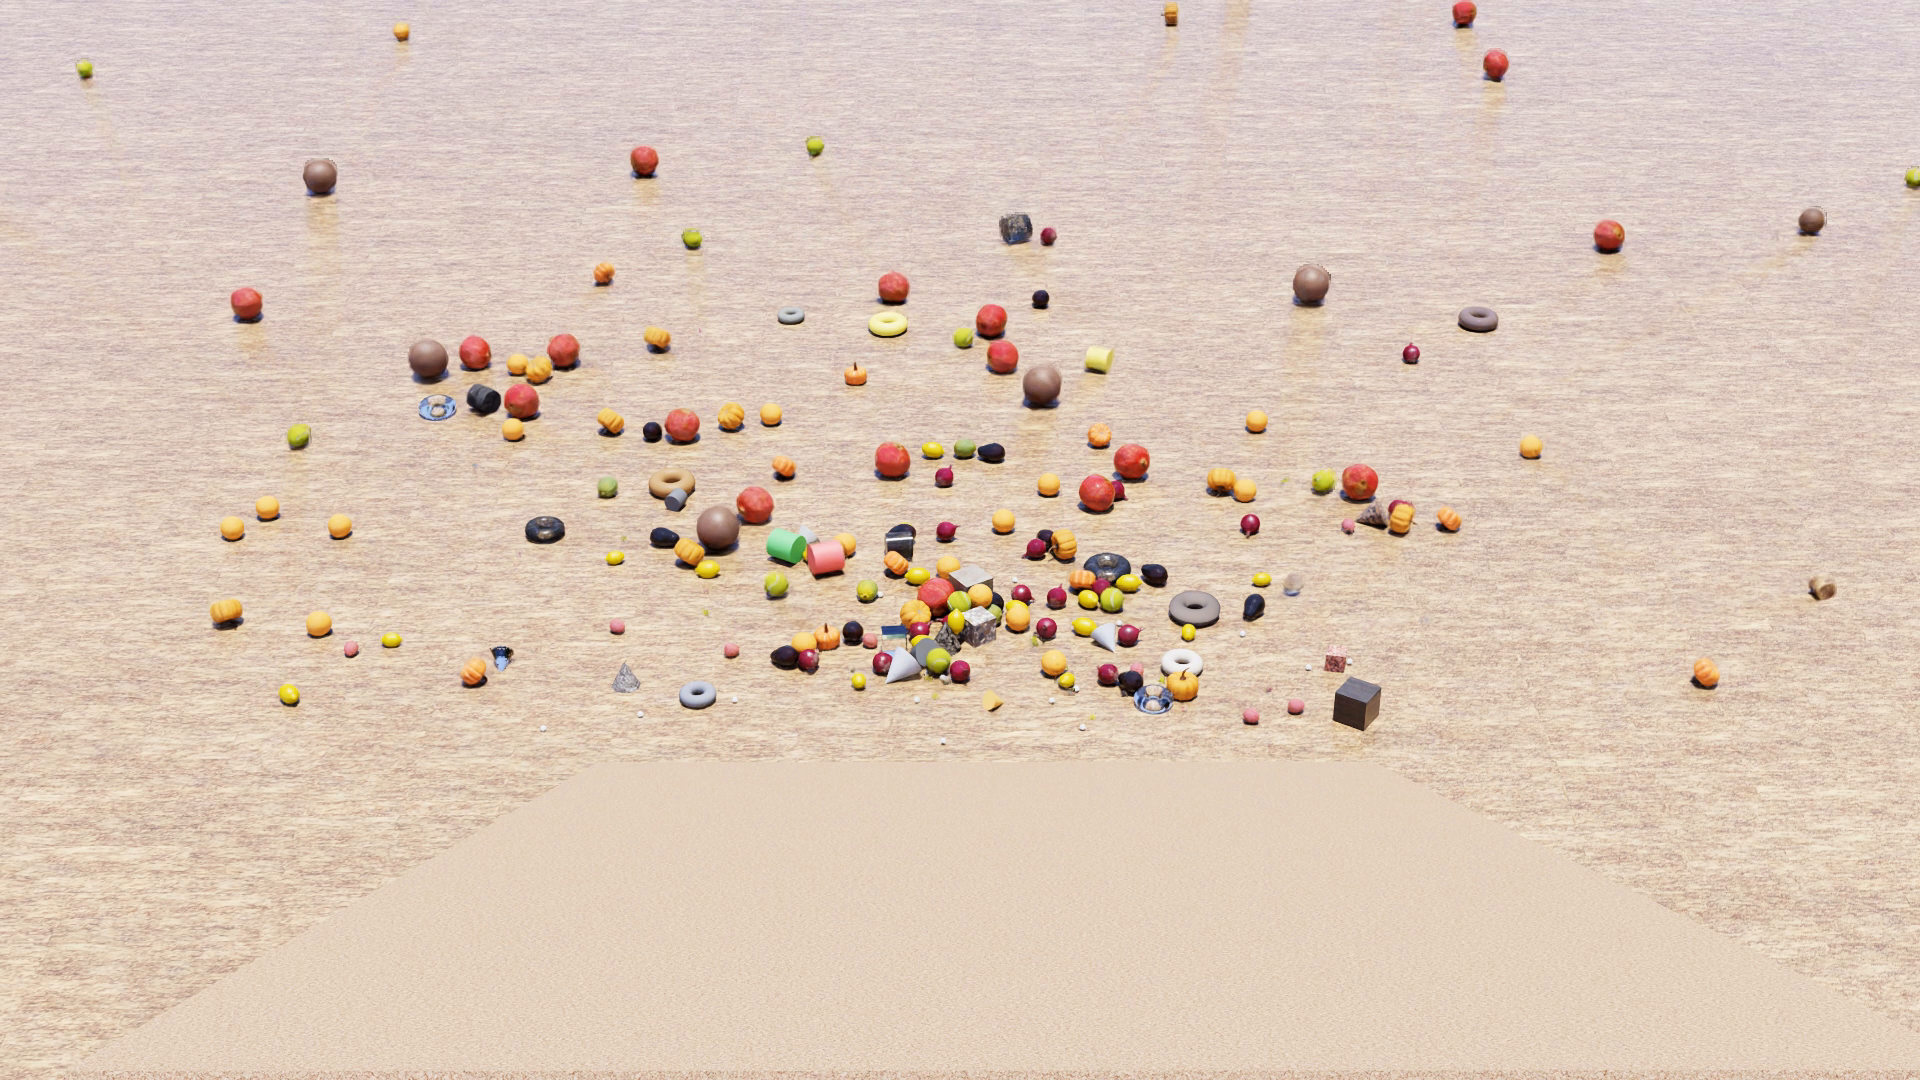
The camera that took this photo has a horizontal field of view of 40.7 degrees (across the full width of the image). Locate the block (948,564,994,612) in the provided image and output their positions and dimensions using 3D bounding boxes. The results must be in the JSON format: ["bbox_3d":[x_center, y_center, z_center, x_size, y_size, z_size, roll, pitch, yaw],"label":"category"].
[{"bbox_3d":[0.032,0.142,7.480,0.092,0.092,0.092,-19,36,-29],"label":"block"}]

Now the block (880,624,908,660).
[{"bbox_3d":[-0.185,0.287,7.262,0.068,0.068,0.068,-3,31,-5],"label":"block"}]

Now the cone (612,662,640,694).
[{"bbox_3d":[-0.920,0.367,7.117,0.079,0.079,0.079,0,31,0],"label":"cone"}]

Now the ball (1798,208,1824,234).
[{"bbox_3d":[3.195,-1.197,9.715,0.095,0.095,0.095,0,31,0],"label":"ball"}]

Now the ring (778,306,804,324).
[{"bbox_3d":[-0.593,-0.789,9.095,0.097,0.032,0.097,-1,31,1],"label":"ring"}]

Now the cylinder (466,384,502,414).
[{"bbox_3d":[-1.564,-0.463,8.502,0.080,0.080,0.080,23,38,34],"label":"cylinder"}]

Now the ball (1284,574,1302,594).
[{"bbox_3d":[0.969,0.128,7.538,0.056,0.056,0.056,0,31,0],"label":"ball"}]

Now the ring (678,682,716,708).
[{"bbox_3d":[-0.716,0.422,7.070,0.103,0.034,0.103,-1,32,0],"label":"ring"}]

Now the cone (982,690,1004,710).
[{"bbox_3d":[0.100,0.439,7.049,0.056,0.056,0.056,12,20,-37],"label":"cone"}]

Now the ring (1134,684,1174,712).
[{"bbox_3d":[0.528,0.432,7.052,0.108,0.036,0.108,1,32,0],"label":"ring"}]

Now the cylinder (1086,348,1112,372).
[{"bbox_3d":[0.470,-0.610,8.756,0.073,0.073,0.073,12,33,20],"label":"cylinder"}]

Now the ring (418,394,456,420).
[{"bbox_3d":[-1.715,-0.437,8.498,0.124,0.041,0.124,-1,32,0],"label":"ring"}]

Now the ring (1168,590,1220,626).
[{"bbox_3d":[0.674,0.196,7.432,0.149,0.050,0.149,-1,32,1],"label":"ring"}]

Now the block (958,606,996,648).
[{"bbox_3d":[0.050,0.246,7.322,0.076,0.076,0.076,-19,36,-29],"label":"block"}]

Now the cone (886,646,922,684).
[{"bbox_3d":[-0.174,0.364,7.156,0.100,0.100,0.100,-45,48,-16],"label":"cone"}]

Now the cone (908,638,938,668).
[{"bbox_3d":[-0.119,0.316,7.242,0.083,0.083,0.083,-30,15,-40],"label":"cone"}]

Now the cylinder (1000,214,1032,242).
[{"bbox_3d":[0.209,-1.164,9.660,0.091,0.091,0.091,-15,34,-21],"label":"cylinder"}]

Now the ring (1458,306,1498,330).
[{"bbox_3d":[1.814,-0.774,9.056,0.141,0.047,0.141,1,30,-1],"label":"ring"}]

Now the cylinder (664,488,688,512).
[{"bbox_3d":[-0.874,-0.124,7.963,0.053,0.053,0.053,11,33,18],"label":"cylinder"}]

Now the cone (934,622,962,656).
[{"bbox_3d":[-0.041,0.265,7.277,0.090,0.090,0.090,0,31,0],"label":"cone"}]

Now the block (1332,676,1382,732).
[{"bbox_3d":[1.070,0.441,6.979,0.093,0.093,0.093,19,36,28],"label":"block"}]

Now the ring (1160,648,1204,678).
[{"bbox_3d":[0.617,0.343,7.196,0.118,0.039,0.118,1,31,-1],"label":"ring"}]

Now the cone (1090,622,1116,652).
[{"bbox_3d":[0.420,0.287,7.293,0.078,0.078,0.078,-14,60,-23],"label":"cone"}]

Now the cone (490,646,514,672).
[{"bbox_3d":[-1.276,0.340,7.211,0.065,0.065,0.065,-1,57,-2],"label":"cone"}]

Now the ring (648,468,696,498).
[{"bbox_3d":[-0.896,-0.177,8.057,0.146,0.049,0.146,-1,31,1],"label":"ring"}]

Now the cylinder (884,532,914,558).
[{"bbox_3d":[-0.182,0.015,7.707,0.077,0.077,0.077,-4,31,-7],"label":"cylinder"}]

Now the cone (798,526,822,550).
[{"bbox_3d":[-0.474,0.016,7.744,0.085,0.085,0.085,28,68,38],"label":"cone"}]

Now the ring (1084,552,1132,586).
[{"bbox_3d":[0.433,0.085,7.619,0.143,0.048,0.143,-1,31,1],"label":"ring"}]

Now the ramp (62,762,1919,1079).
[{"bbox_3d":[0.069,0.611,4.683,2.000,0.100,4.000,0,0,0],"label":"ramp"}]

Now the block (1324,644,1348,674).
[{"bbox_3d":[1.046,0.330,7.202,0.054,0.054,0.054,6,31,10],"label":"block"}]

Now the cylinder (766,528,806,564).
[{"bbox_3d":[-0.516,0.017,7.694,0.086,0.086,0.086,18,35,27],"label":"cylinder"}]

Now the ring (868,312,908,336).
[{"bbox_3d":[-0.251,-0.752,9.020,0.138,0.046,0.138,-1,30,0],"label":"ring"}]

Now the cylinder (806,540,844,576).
[{"bbox_3d":[-0.396,0.053,7.634,0.089,0.089,0.089,-11,33,-18],"label":"cylinder"}]

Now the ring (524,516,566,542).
[{"bbox_3d":[-1.254,-0.033,7.824,0.122,0.041,0.122,1,30,0],"label":"ring"}]
